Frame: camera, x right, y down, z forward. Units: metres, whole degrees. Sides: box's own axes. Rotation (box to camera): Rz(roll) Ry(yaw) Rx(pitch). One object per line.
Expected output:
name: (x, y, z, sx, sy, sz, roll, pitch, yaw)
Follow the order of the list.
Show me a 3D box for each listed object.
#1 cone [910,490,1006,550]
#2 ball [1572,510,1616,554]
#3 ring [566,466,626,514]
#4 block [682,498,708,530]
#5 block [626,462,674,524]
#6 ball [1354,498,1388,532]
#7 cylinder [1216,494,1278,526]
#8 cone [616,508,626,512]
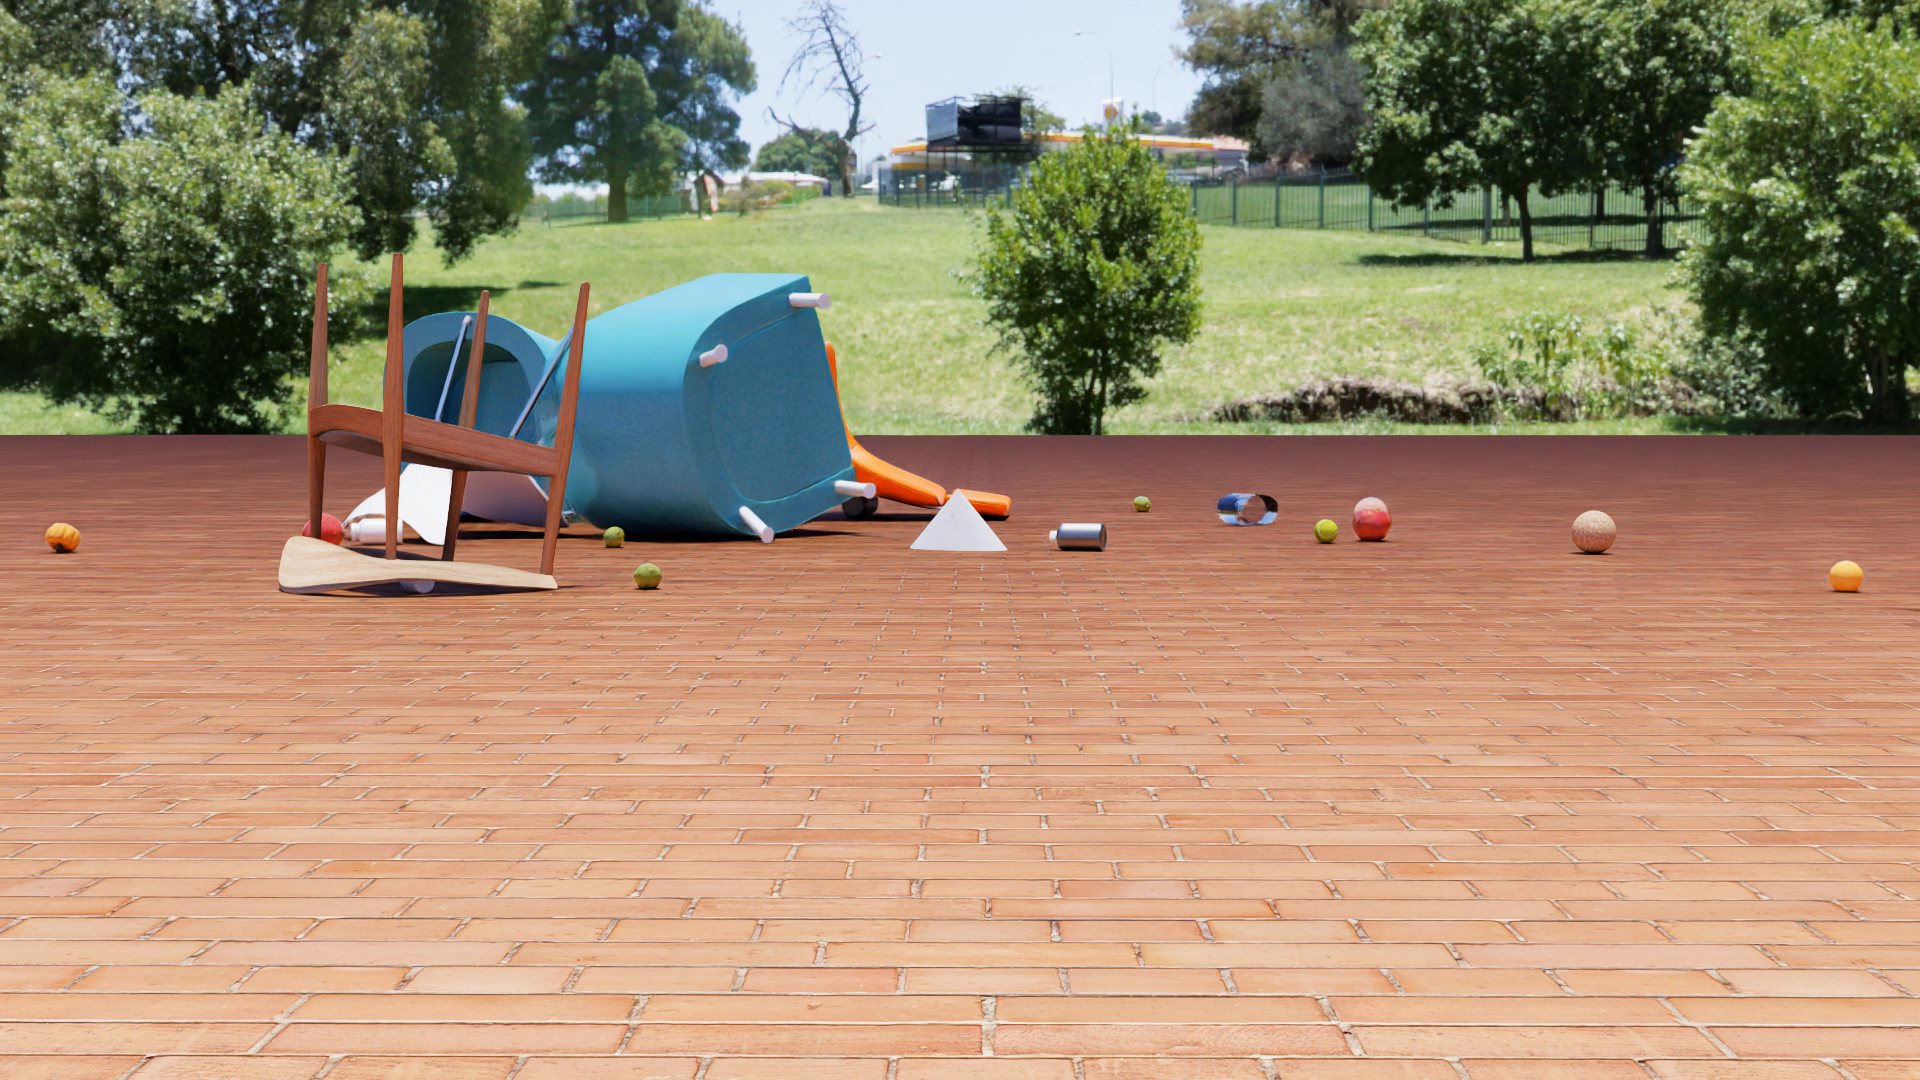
cone: (-0.005, -0.060, 6.177, 0.291, 0.170, 0.128, 1, 4, 20)
ball: (1.728, -0.021, 5.995, 0.118, 0.118, 0.118, 0, 4, 0)
ring: (-1.280, -0.179, 7.944, 0.297, 0.090, 0.225, -11, 36, 8)
block: (-0.854, -0.084, 7.088, 0.072, 0.093, 0.106, -1, 4, -13)
block: (-1.047, -0.160, 7.429, 0.125, 0.198, 0.295, 0, 4, -2)
ball: (1.294, -0.080, 6.921, 0.109, 0.109, 0.109, 0, 4, 0)
cylinder: (0.952, -0.102, 7.277, 0.187, 0.103, 0.108, -3, 5, -43)
cone: (-1.239, -0.133, 8.133, 0.193, 0.095, 0.228, -9, -9, 5)
